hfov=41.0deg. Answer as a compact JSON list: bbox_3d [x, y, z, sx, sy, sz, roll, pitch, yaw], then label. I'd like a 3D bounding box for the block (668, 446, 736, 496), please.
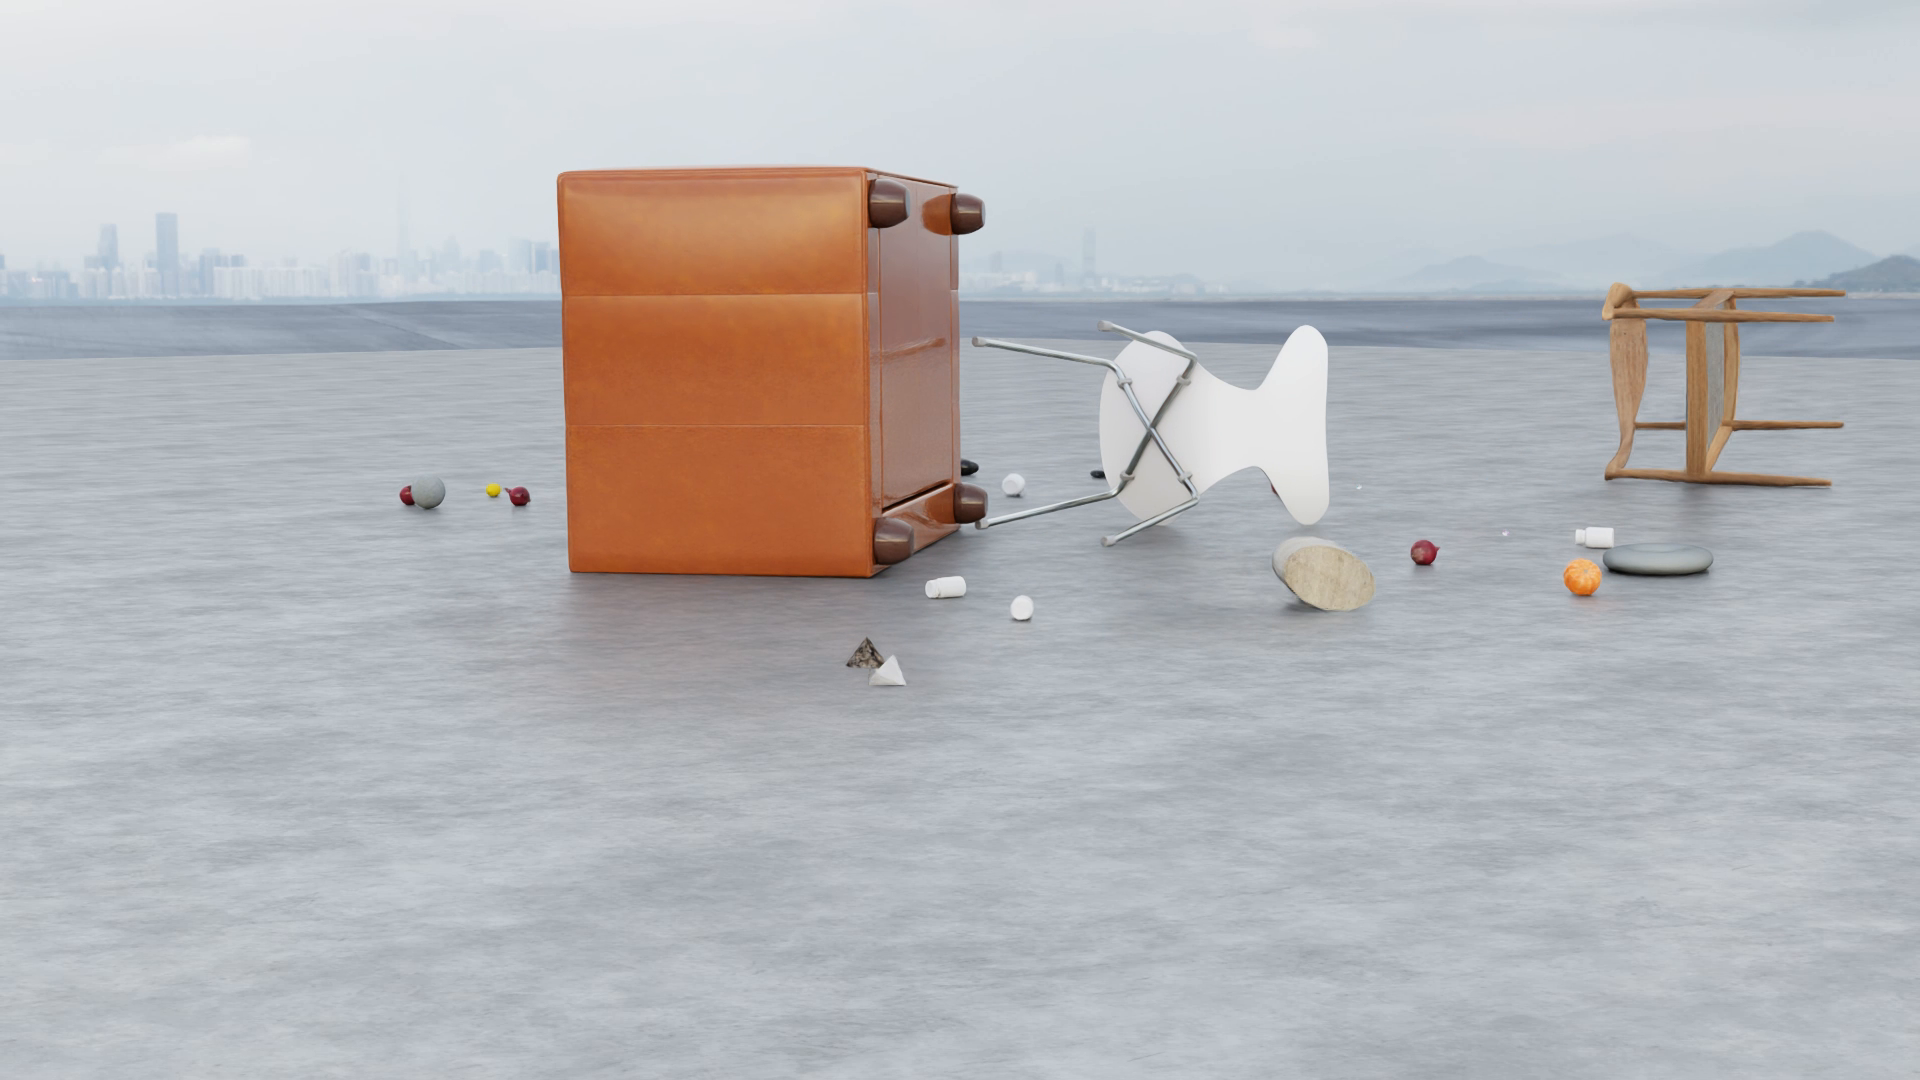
[{"bbox_3d":[-0.782,-0.211,7.802,0.148,0.135,0.175,2,6,18],"label":"block"}]

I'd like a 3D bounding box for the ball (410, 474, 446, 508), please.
[{"bbox_3d":[-1.508,-0.138,7.274,0.097,0.097,0.097,0,6,0],"label":"ball"}]

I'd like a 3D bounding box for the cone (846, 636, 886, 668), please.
[{"bbox_3d":[-0.158,0.188,4.347,0.076,0.050,0.067,4,7,37],"label":"cone"}]

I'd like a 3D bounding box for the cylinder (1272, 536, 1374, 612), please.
[{"bbox_3d":[0.725,0.066,5.136,0.186,0.122,0.180,18,5,-3],"label":"cylinder"}]

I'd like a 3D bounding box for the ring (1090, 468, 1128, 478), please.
[{"bbox_3d":[0.487,-0.218,8.392,0.125,0.028,0.121,-4,8,-41],"label":"ring"}]

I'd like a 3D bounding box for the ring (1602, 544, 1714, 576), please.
[{"bbox_3d":[1.566,0.042,5.757,0.238,0.052,0.317,2,6,26],"label":"ring"}]
